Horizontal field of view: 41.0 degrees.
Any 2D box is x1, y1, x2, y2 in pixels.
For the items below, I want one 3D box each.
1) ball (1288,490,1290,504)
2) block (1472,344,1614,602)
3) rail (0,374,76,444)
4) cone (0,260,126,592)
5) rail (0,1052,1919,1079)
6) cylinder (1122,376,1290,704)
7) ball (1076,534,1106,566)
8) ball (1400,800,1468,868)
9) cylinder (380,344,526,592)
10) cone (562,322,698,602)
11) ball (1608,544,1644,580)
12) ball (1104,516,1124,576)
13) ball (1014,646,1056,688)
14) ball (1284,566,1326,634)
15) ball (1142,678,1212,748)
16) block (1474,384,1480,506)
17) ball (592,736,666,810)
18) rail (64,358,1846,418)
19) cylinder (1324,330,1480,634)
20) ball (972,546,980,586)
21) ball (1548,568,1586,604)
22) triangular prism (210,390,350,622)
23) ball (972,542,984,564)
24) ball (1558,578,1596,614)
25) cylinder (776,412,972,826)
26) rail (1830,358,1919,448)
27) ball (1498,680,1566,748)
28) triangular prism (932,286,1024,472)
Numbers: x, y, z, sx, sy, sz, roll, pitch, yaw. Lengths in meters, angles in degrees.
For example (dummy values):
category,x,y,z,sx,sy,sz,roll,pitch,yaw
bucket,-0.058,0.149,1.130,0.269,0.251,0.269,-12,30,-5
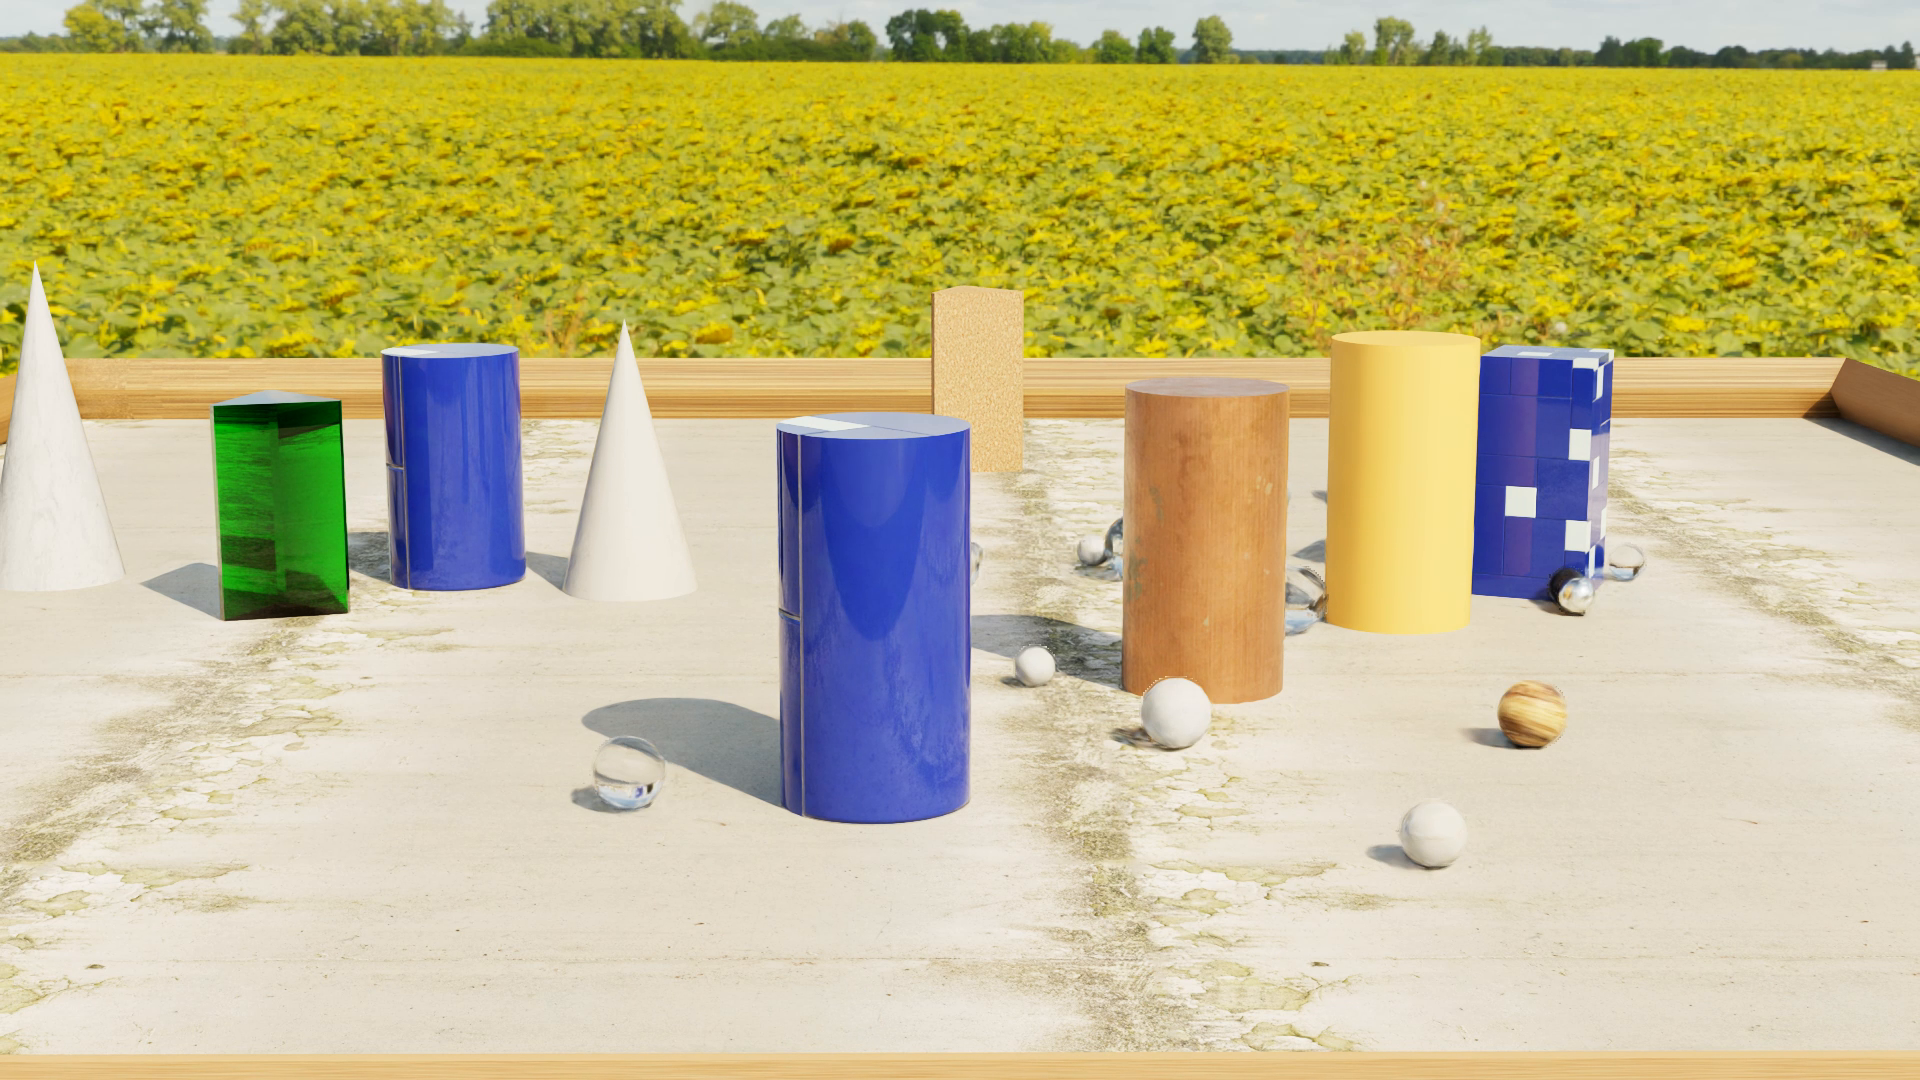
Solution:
category,x,y,z,sx,sy,sz,roll,pitch,yaw
ball,0.516,-0.071,4.207,0.051,0.051,0.051,0,11,0
block,0.811,-0.095,3.567,0.153,0.332,0.153,5,11,23
rail,-1.823,0.034,3.439,0.045,0.124,3.784,0,11,0
cone,-1.295,-0.169,3.634,0.191,0.454,0.191,0,11,0
rail,0.011,0.374,1.612,3.693,0.124,0.045,0,11,0
cylinder,0.287,-0.003,3.010,0.191,0.356,0.191,0,11,0
ball,0.194,0.016,3.755,0.047,0.047,0.047,0,11,0
ball,0.434,0.269,2.350,0.062,0.062,0.062,0,11,0
cylinder,-0.717,-0.106,3.638,0.191,0.328,0.191,0,11,0
cone,-0.463,-0.119,3.571,0.191,0.379,0.191,0,11,0
ball,0.950,0.032,3.655,0.050,0.050,0.050,0,11,0
ball,0.252,0.009,3.654,0.096,0.096,0.096,0,11,0
ball,0.089,0.150,3.030,0.048,0.048,0.048,0,11,0
ball,0.430,0.077,3.315,0.086,0.086,0.086,0,11,0
ball,0.233,0.186,2.759,0.076,0.076,0.076,0,11,0
block,0.842,-0.155,4.121,0.153,0.248,0.153,-1,11,-6
ball,-0.327,0.230,2.532,0.072,0.072,0.072,0,11,0
rail,-0.011,-0.310,5.286,3.693,0.124,0.045,0,11,0
cylinder,0.579,-0.079,3.369,0.191,0.373,0.191,0,11,0
ball,-0.014,0.035,3.547,0.084,0.084,0.084,0,11,0
ball,0.824,0.065,3.476,0.052,0.052,0.052,0,11,0
triangular prism,-0.918,-0.051,3.456,0.166,0.287,0.143,-3,11,-18
ball,0.015,0.022,3.741,0.040,0.040,0.040,0,11,0
ball,0.824,0.075,3.426,0.050,0.050,0.050,0,11,0
cylinder,-0.084,0.073,2.540,0.191,0.378,0.191,0,11,0
rail,1.823,0.030,3.460,0.045,0.124,3.784,0,11,0
ball,0.616,0.187,2.762,0.073,0.073,0.073,0,11,0
triangular prism,0.019,-0.295,4.664,0.166,0.324,0.143,-2,11,-10
